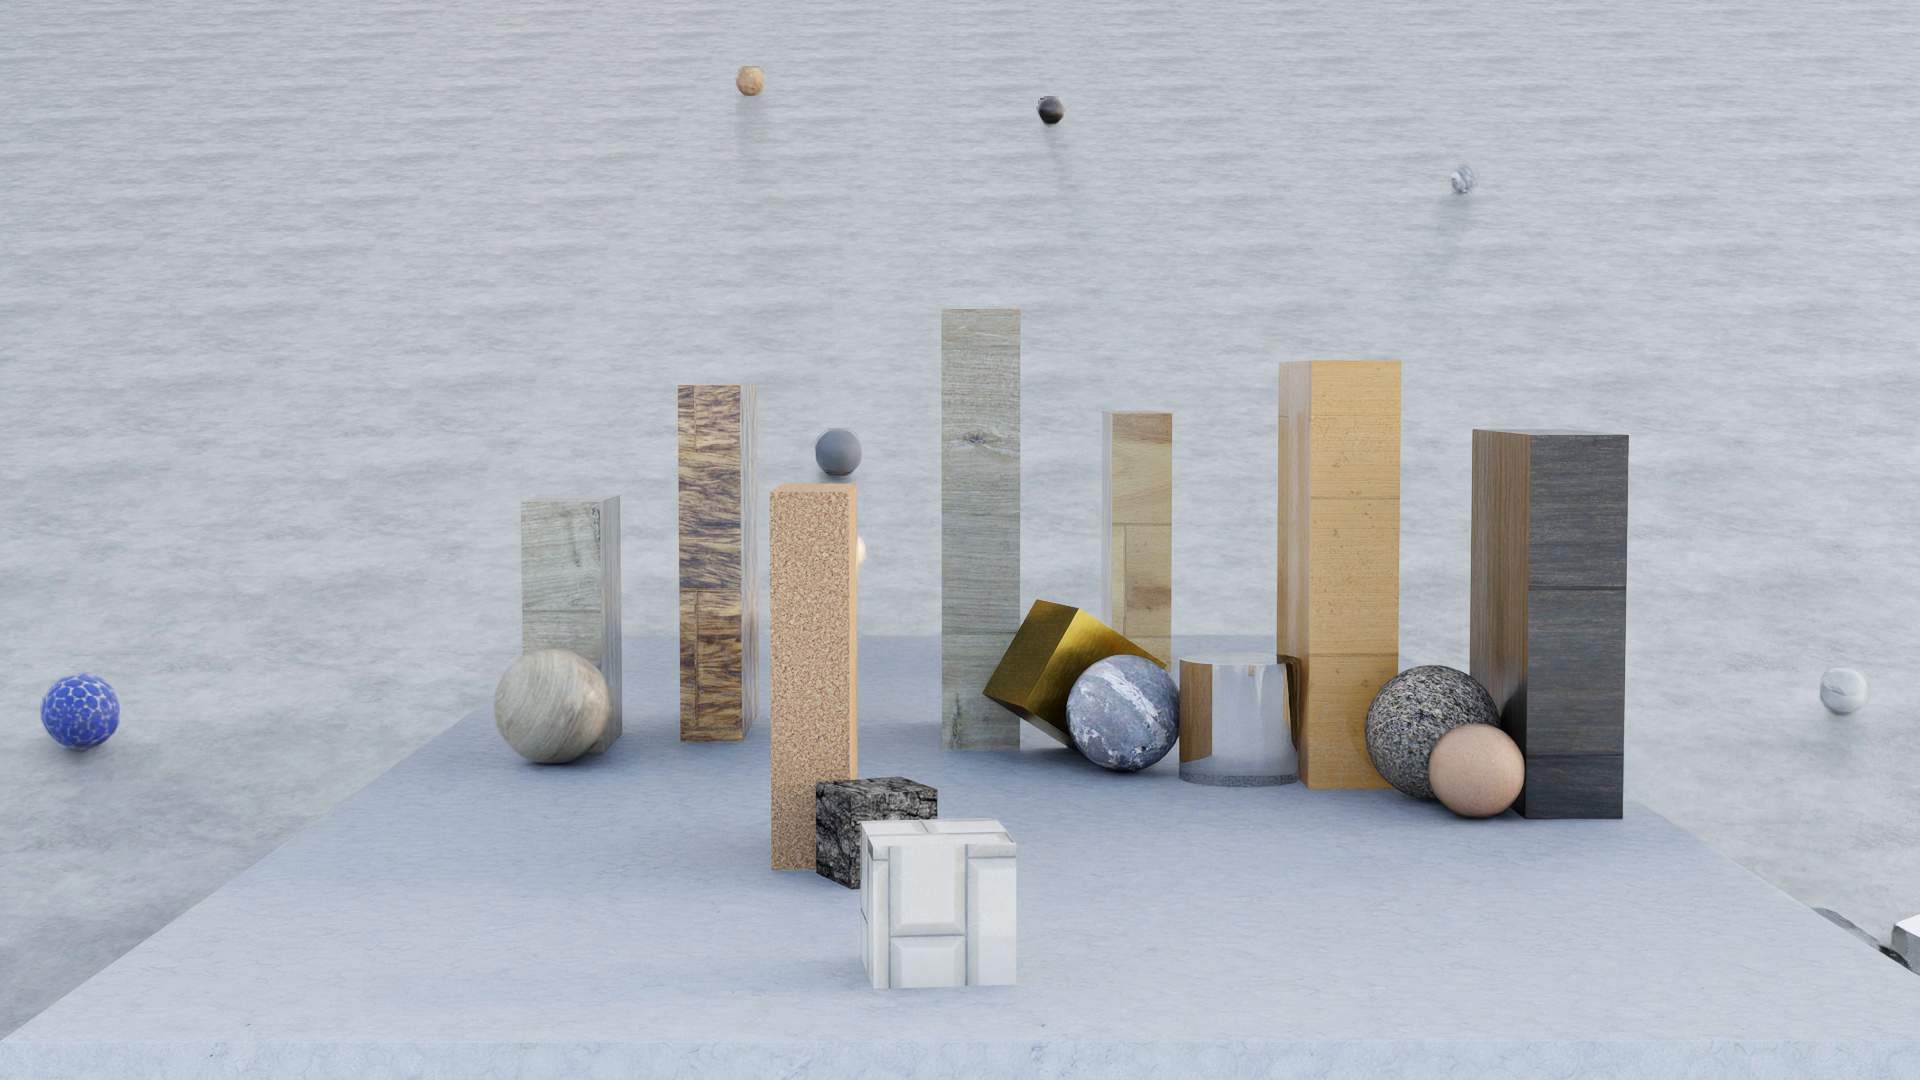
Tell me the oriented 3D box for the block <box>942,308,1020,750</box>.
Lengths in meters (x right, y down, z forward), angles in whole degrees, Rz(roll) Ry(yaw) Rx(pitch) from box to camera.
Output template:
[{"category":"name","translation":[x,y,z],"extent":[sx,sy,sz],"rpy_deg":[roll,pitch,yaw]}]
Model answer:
[{"category":"block","translation":[0.036,-0.028,4.676],"extent":[0.138,0.773,0.366],"rpy_deg":[0,4,0]}]

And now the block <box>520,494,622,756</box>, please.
[{"category":"block","translation":[-0.690,0.145,4.577],"extent":[0.137,0.440,0.267],"rpy_deg":[0,4,0]}]

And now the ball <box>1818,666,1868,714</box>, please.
[{"category":"ball","translation":[2.164,0.368,6.288],"extent":[0.115,0.115,0.115],"rpy_deg":[0,20,0]}]

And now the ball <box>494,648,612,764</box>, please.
[{"category":"ball","translation":[-0.690,0.282,4.353],"extent":[0.197,0.197,0.197],"rpy_deg":[0,20,0]}]

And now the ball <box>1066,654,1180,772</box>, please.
[{"category":"ball","translation":[0.274,0.287,4.265],"extent":[0.195,0.195,0.195],"rpy_deg":[0,20,0]}]

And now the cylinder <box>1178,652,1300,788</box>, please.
[{"category":"cylinder","translation":[0.456,0.291,4.194],"extent":[0.196,0.196,0.196],"rpy_deg":[0,4,0]}]

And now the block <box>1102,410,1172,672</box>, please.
[{"category":"block","translation":[0.403,-0.007,5.893],"extent":[0.132,0.575,0.405],"rpy_deg":[0,4,0]}]

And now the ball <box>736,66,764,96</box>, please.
[{"category":"ball","translation":[-1.177,-2.576,14.414],"extent":[0.159,0.159,0.159],"rpy_deg":[0,20,0]}]

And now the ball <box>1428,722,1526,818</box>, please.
[{"category":"ball","translation":[0.767,0.343,3.814],"extent":[0.142,0.142,0.142],"rpy_deg":[0,20,0]}]

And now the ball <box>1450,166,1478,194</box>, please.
[{"category":"ball","translation":[2.351,-1.680,11.970],"extent":[0.126,0.126,0.126],"rpy_deg":[0,20,0]}]

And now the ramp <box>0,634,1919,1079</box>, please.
[{"category":"ramp","translation":[0.046,0.418,4.535],"extent":[2.000,0.100,4.000],"rpy_deg":[0,4,0]}]

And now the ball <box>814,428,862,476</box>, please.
[{"category":"ball","translation":[-0.380,-0.273,8.023],"extent":[0.149,0.149,0.149],"rpy_deg":[0,20,0]}]

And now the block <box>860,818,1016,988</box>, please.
[{"category":"block","translation":[-0.026,0.399,2.836],"extent":[0.155,0.155,0.155],"rpy_deg":[-1,4,-7]}]

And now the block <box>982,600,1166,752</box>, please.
[{"category":"block","translation":[0.196,0.241,4.441],"extent":[0.192,0.192,0.192],"rpy_deg":[33,-8,-19]}]

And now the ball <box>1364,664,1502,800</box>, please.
[{"category":"ball","translation":[0.733,0.298,3.980],"extent":[0.209,0.209,0.209],"rpy_deg":[0,20,0]}]

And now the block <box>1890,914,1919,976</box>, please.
[{"category":"block","translation":[1.907,0.834,4.860],"extent":[0.205,0.205,0.205],"rpy_deg":[-12,23,-30]}]

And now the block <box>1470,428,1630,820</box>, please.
[{"category":"block","translation":[0.910,0.116,4.000],"extent":[0.145,0.570,0.425],"rpy_deg":[0,4,0]}]

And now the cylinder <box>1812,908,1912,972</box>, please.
[{"category":"cylinder","translation":[1.310,0.655,3.836],"extent":[0.164,0.164,0.164],"rpy_deg":[-3,11,-8]}]

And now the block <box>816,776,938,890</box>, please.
[{"category":"block","translation":[-0.110,0.382,3.363],"extent":[0.121,0.121,0.121],"rpy_deg":[-2,4,-25]}]

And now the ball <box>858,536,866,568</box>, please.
[{"category":"ball","translation":[-0.330,0.034,7.193],"extent":[0.131,0.131,0.131],"rpy_deg":[0,20,0]}]

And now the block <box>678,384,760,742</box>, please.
[{"category":"block","translation":[-0.448,0.031,4.792],"extent":[0.111,0.641,0.397],"rpy_deg":[0,4,0]}]

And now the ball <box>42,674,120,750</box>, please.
[{"category":"ball","translation":[-2.084,0.407,6.087],"extent":[0.179,0.179,0.179],"rpy_deg":[0,20,0]}]

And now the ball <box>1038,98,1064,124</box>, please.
[{"category":"ball","translation":[0.484,-2.274,13.599],"extent":[0.142,0.142,0.142],"rpy_deg":[0,20,0]}]

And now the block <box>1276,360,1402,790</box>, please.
[{"category":"block","translation":[0.624,0.044,4.268],"extent":[0.141,0.681,0.413],"rpy_deg":[0,4,0]}]

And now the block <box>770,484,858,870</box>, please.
[{"category":"block","translation":[-0.199,0.179,3.539],"extent":[0.105,0.504,0.276],"rpy_deg":[0,4,0]}]
